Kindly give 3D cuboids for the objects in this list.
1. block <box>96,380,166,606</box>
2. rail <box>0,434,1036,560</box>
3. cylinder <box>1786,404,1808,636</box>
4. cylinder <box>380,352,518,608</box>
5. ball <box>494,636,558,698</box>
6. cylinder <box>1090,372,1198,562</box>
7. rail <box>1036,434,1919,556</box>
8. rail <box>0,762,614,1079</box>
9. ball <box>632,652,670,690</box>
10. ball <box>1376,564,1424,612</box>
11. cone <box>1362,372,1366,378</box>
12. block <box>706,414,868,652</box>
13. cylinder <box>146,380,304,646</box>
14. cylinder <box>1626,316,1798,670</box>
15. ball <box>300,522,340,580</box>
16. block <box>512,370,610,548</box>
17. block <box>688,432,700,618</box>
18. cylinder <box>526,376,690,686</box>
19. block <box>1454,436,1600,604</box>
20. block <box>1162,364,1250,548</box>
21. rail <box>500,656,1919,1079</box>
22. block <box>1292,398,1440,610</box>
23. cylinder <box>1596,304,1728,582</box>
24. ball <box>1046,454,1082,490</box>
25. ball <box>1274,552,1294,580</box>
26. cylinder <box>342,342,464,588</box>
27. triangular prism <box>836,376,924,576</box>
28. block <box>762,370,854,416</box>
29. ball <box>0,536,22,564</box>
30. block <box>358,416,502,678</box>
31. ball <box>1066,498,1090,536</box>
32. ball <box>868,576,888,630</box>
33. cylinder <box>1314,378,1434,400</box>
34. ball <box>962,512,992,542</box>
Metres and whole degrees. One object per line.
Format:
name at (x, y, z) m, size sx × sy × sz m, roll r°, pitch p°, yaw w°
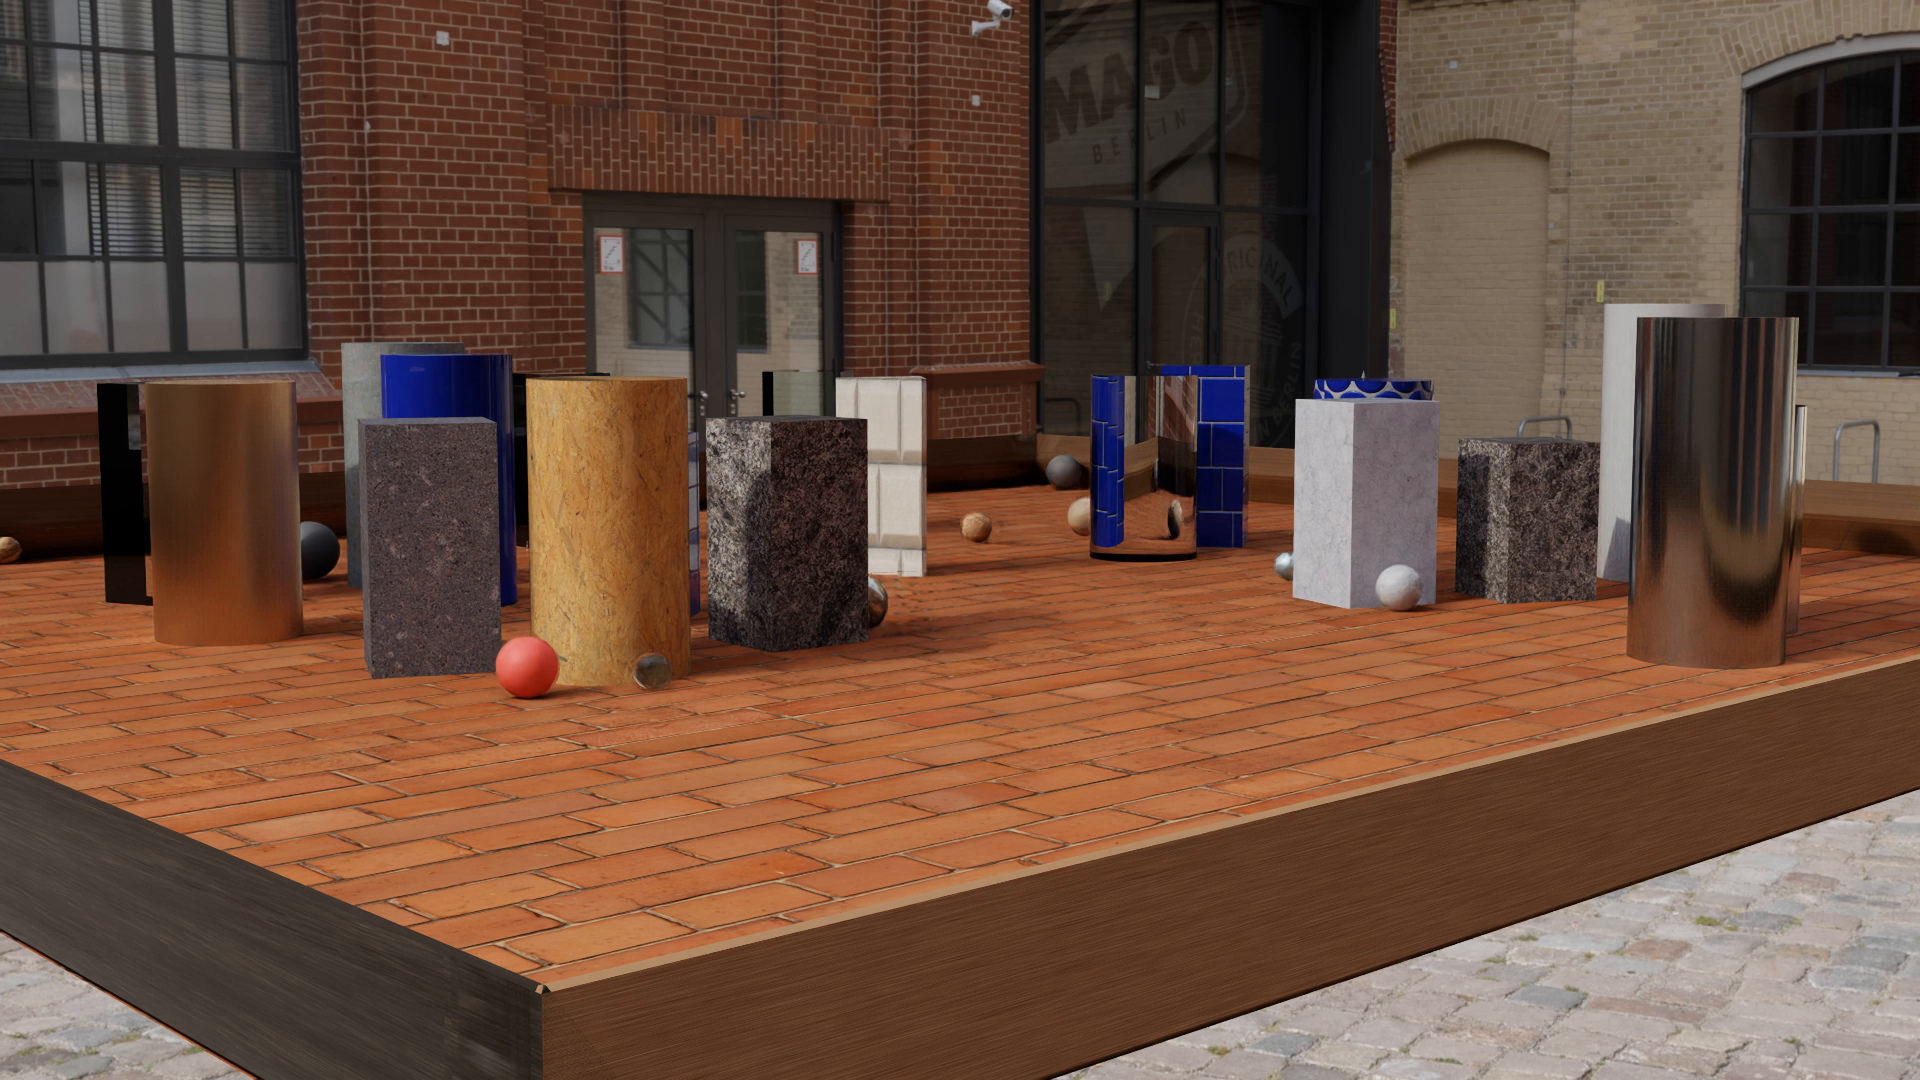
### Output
block at (-1.198, -0.074, 3.370) m, size 0.155 × 0.333 × 0.155 m, roll 3°, pitch 7°, yaw 25°
rail at (-1.042, -0.085, 4.455) m, size 3.415 × 0.126 × 0.045 m, roll -6°, pitch 8°, yaw -42°
cylinder at (1.075, -0.033, 3.074) m, size 0.194 × 0.312 × 0.194 m, roll 0°, pitch 6°, yaw 0°
cylinder at (-0.771, -0.091, 3.321) m, size 0.194 × 0.377 × 0.194 m, roll 0°, pitch 6°, yaw 0°
ball at (-0.498, 0.146, 2.529) m, size 0.071 × 0.071 × 0.071 m, roll 0°, pitch 6°, yaw 0°
cylinder at (0.331, -0.134, 3.958) m, size 0.194 × 0.328 × 0.194 m, roll 0°, pitch 6°, yaw 0°
rail at (1.238, -0.086, 4.468) m, size 0.045 × 0.126 × 3.122 m, roll -6°, pitch 8°, yaw -42°
rail at (-1.238, 0.152, 2.196) m, size 0.045 × 0.126 × 3.122 m, roll -6°, pitch 8°, yaw -42°
ball at (-0.363, 0.153, 2.585) m, size 0.044 × 0.044 × 0.044 m, roll 0°, pitch 6°, yaw 0°
ball at (0.651, 0.071, 3.253) m, size 0.069 × 0.069 × 0.069 m, roll 0°, pitch 6°, yaw 0°
cone at (0.710, -0.131, 3.883) m, size 0.194 × 0.338 × 0.194 m, roll 0°, pitch 6°, yaw 0°
block at (-0.232, -0.014, 2.952) m, size 0.155 × 0.299 × 0.155 m, roll -5°, pitch 8°, yaw -39°
cylinder at (-0.998, -0.041, 2.989) m, size 0.194 × 0.347 × 0.194 m, roll 0°, pitch 6°, yaw 0°
cylinder at (0.956, -0.065, 2.800) m, size 0.194 × 0.434 × 0.194 m, roll 0°, pitch 6°, yaw 0°
ball at (-1.073, 0.017, 3.628) m, size 0.097 × 0.097 × 0.097 m, roll 0°, pitch 6°, yaw 0°
block at (-0.770, -0.154, 4.169) m, size 0.155 × 0.325 × 0.155 m, roll -6°, pitch 8°, yaw -44°
block at (-0.469, -0.019, 3.164) m, size 0.155 × 0.265 × 0.155 m, roll 1°, pitch 6°, yaw 7°
cylinder at (-0.428, -0.016, 2.684) m, size 0.194 × 0.361 × 0.194 m, roll 0°, pitch 6°, yaw 0°
block at (0.880, -0.034, 3.418) m, size 0.155 × 0.242 × 0.155 m, roll -2°, pitch 6°, yaw -17°
block at (0.468, -0.163, 4.192) m, size 0.155 × 0.338 × 0.155 m, roll 1°, pitch 6°, yaw 11°
rail at (1.042, 0.151, 2.209) m, size 3.415 × 0.126 × 0.045 m, roll -6°, pitch 8°, yaw -42°
block at (0.619, -0.060, 3.361) m, size 0.155 × 0.307 × 0.155 m, roll -3°, pitch 7°, yaw -24°
cylinder at (1.160, -0.163, 3.640) m, size 0.194 × 0.453 × 0.194 m, roll 0°, pitch 6°, yaw 0°
ball at (0.257, -0.168, 5.435) m, size 0.088 × 0.088 × 0.088 m, roll 0°, pitch 6°, yaw 0°
ball at (0.542, 0.043, 3.616) m, size 0.048 × 0.048 × 0.048 m, roll 0°, pitch 6°, yaw 0°
cylinder at (-0.898, -0.124, 3.569) m, size 0.194 × 0.390 × 0.194 m, roll 0°, pitch 6°, yaw 0°
triangular prism at (-0.103, -0.113, 3.754) m, size 0.168 × 0.330 × 0.145 m, roll 3°, pitch 7°, yaw 25°
block at (-0.299, -0.174, 4.370) m, size 0.155 × 0.323 × 0.155 m, roll 1°, pitch 6°, yaw 7°
ball at (-1.669, 0.018, 3.847) m, size 0.050 × 0.050 × 0.050 m, roll 0°, pitch 6°, yaw 0°
block at (-0.661, 0.005, 2.738) m, size 0.155 × 0.307 × 0.155 m, roll -2°, pitch 6°, yaw -18°
ball at (0.248, -0.046, 4.329) m, size 0.076 × 0.076 × 0.076 m, roll 0°, pitch 6°, yaw 0°
ball at (-0.139, 0.087, 3.047) m, size 0.080 × 0.080 × 0.080 m, roll 0°, pitch 6°, yaw 0°
cylinder at (0.677, -0.098, 3.611) m, size 0.194 × 0.330 × 0.194 m, roll 0°, pitch 6°, yaw 0°
ball at (0.032, -0.024, 4.205) m, size 0.058 × 0.058 × 0.058 m, roll 0°, pitch 6°, yaw 0°
